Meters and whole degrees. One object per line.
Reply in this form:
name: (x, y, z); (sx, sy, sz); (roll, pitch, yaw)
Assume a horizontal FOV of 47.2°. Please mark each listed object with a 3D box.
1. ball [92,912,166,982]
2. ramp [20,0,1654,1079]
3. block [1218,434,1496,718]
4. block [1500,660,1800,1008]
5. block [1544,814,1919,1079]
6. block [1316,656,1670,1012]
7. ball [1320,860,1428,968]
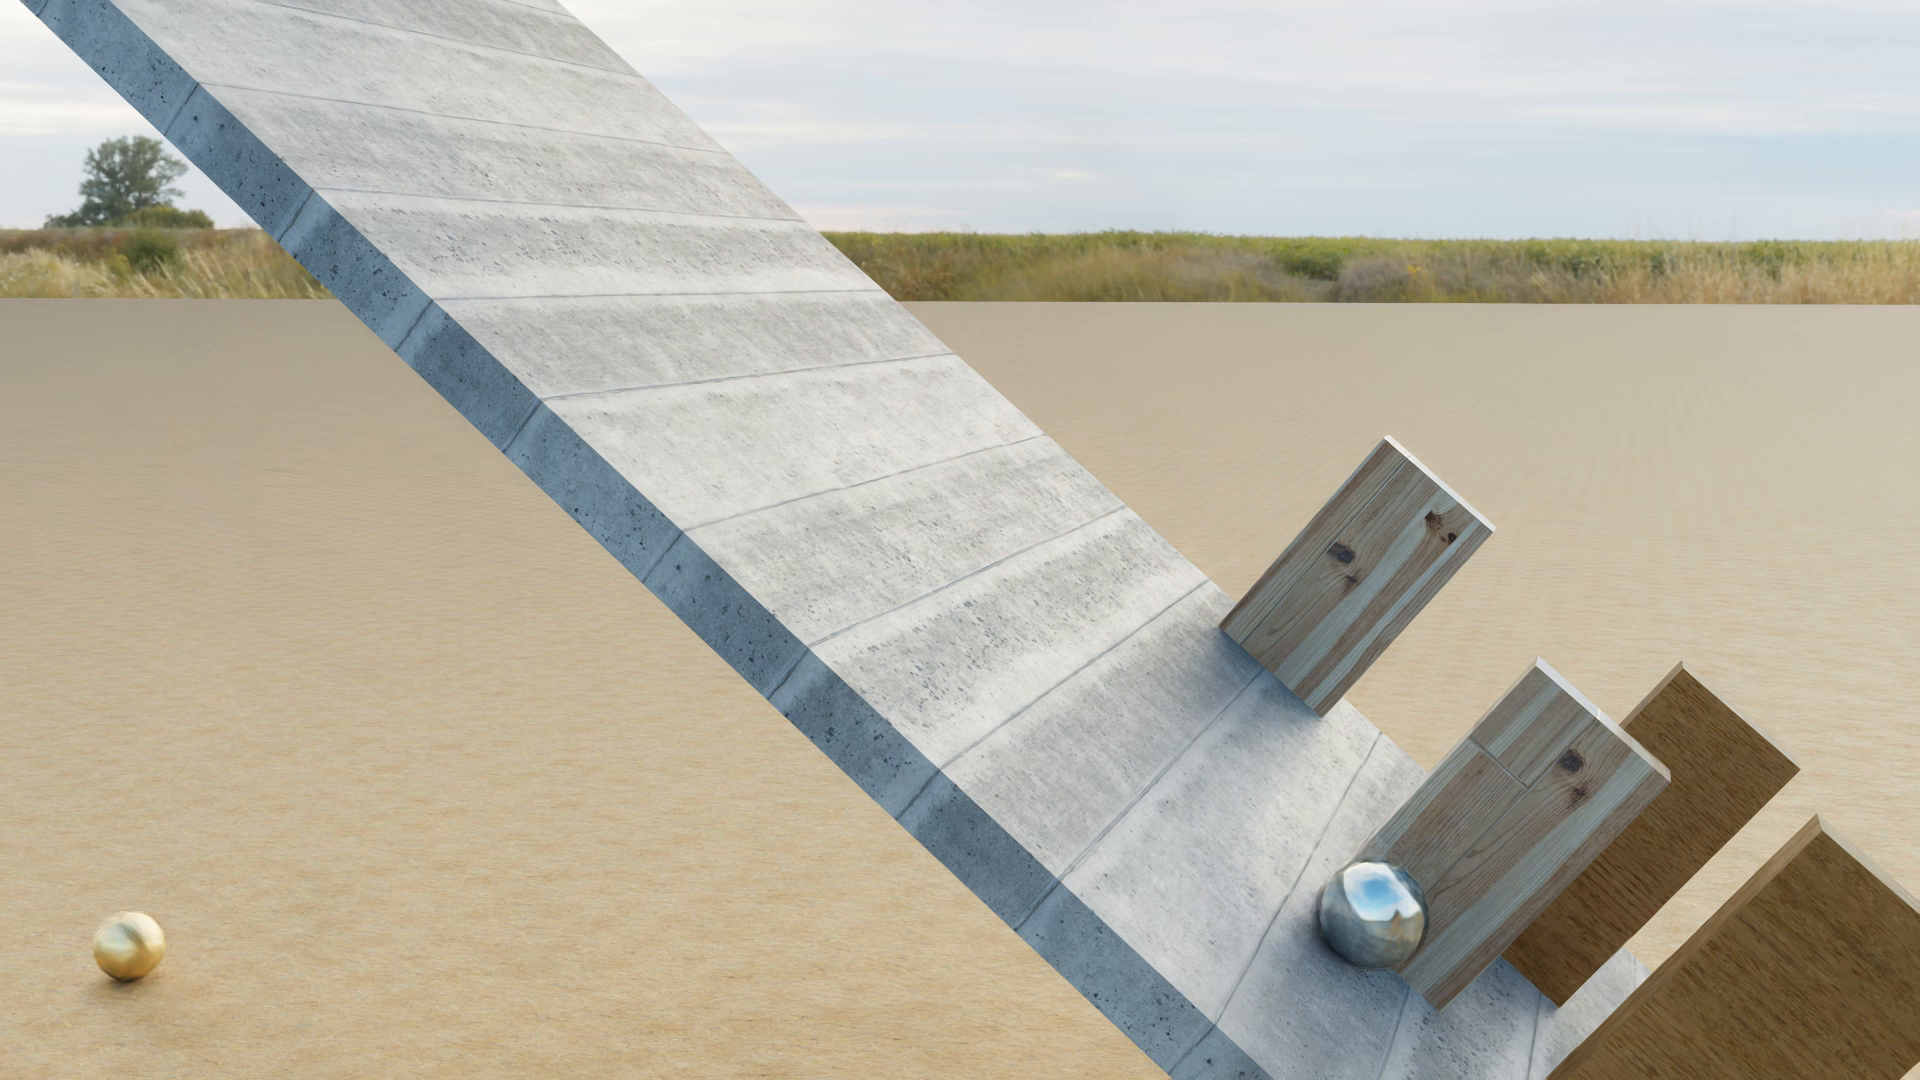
ball: (-2.180, 1.067, 5.772); (0.179, 0.179, 0.179); (0, 7, 0)
ramp: (0.010, 0.036, 4.036); (4.000, 0.100, 2.000); (42, 16, 8)
block: (0.827, 0.077, 4.597); (0.292, 0.527, 0.093); (42, 16, 8)
block: (1.216, 0.542, 4.048); (0.267, 0.621, 0.098); (42, 16, 8)
block: (1.014, 0.726, 2.957); (0.288, 0.709, 0.098); (42, 16, 8)
block: (0.866, 0.482, 3.593); (0.274, 0.534, 0.090); (42, 16, 8)
ball: (0.657, 0.594, 3.492); (0.169, 0.169, 0.169); (0, 7, 0)
